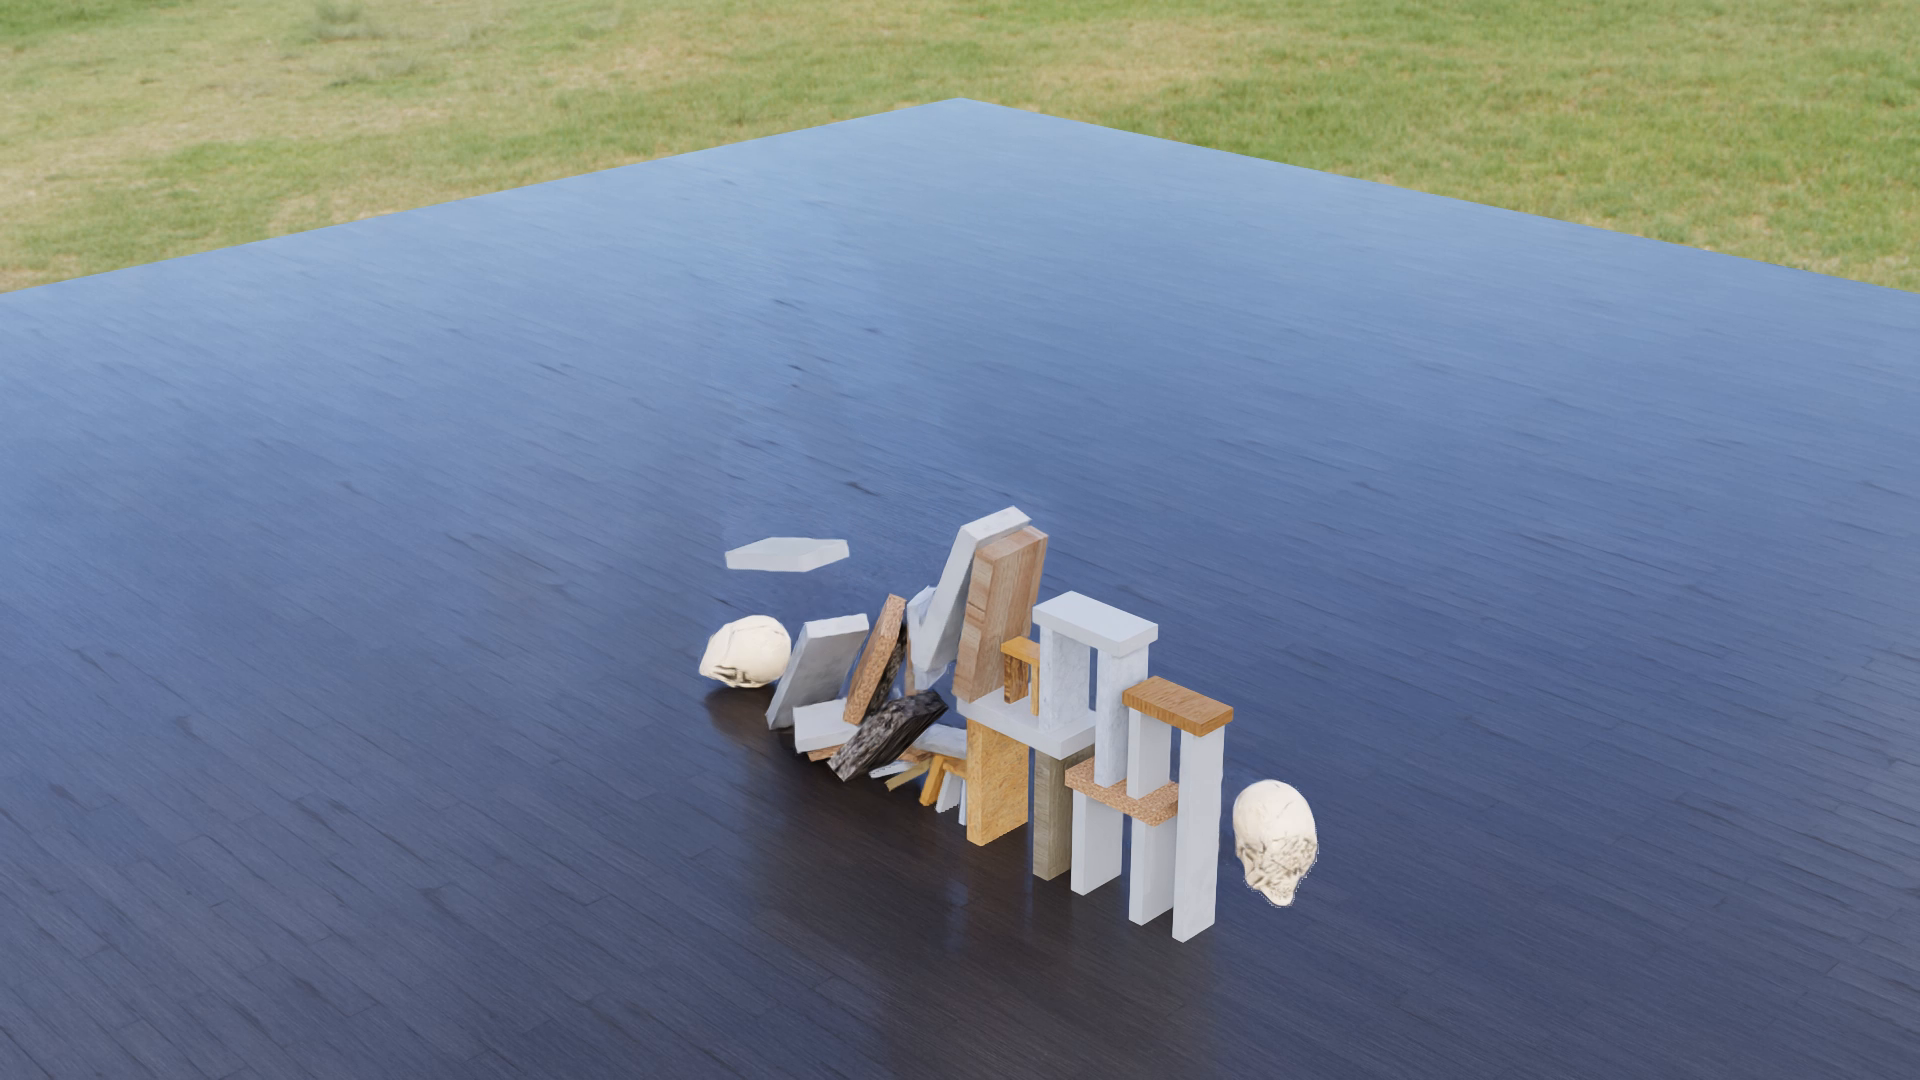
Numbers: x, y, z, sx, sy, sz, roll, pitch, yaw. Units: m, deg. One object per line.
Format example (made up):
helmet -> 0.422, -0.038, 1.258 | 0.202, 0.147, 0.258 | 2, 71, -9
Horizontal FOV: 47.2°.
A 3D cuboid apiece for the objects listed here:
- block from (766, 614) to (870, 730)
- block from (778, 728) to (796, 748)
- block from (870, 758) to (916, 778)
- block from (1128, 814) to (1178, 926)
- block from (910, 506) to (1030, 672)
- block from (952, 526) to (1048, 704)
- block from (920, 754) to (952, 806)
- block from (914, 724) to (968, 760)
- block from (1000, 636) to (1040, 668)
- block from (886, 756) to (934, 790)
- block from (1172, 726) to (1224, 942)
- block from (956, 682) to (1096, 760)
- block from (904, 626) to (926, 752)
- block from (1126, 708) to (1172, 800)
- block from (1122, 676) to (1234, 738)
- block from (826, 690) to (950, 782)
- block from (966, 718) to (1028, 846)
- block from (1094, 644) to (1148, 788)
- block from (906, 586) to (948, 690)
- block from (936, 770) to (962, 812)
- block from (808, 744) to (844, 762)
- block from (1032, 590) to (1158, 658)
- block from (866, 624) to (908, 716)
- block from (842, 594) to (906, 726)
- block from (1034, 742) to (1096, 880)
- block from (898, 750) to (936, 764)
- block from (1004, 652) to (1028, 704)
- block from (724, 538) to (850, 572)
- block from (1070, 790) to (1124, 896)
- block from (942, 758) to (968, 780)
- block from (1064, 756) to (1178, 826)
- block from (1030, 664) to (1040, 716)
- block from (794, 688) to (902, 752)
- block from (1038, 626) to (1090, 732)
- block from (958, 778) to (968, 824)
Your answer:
block -> -0.302, 0.280, 4.593 | 0.126, 0.506, 0.036 | -8, 67, -18
block -> -0.282, 0.402, 4.649 | 0.111, 0.031, 0.221 | -20, 4, -35
block -> -0.130, 0.468, 4.562 | 0.060, 0.017, 0.120 | -24, 3, -41
block -> 0.364, 0.595, 4.079 | 0.031, 0.219, 0.109 | 21, 31, 41
block -> 0.019, 0.096, 4.225 | 0.046, 0.322, 0.161 | 38, 35, 25
block -> 0.076, 0.143, 4.210 | 0.046, 0.322, 0.161 | 30, 35, 31
block -> -0.033, 0.472, 4.466 | 0.072, 0.145, 0.021 | -22, 53, -42
block -> -0.015, 0.404, 4.405 | 0.145, 0.021, 0.072 | 9, 28, 38
block -> 0.133, 0.213, 4.176 | 0.104, 0.015, 0.052 | 21, 31, 40
block -> -0.086, 0.471, 4.509 | 0.072, 0.021, 0.145 | -24, -6, -39
block -> 0.431, 0.523, 3.977 | 0.026, 0.431, 0.090 | 21, 31, 41
block -> 0.138, 0.336, 4.221 | 0.273, 0.039, 0.136 | 21, 31, 40
block -> -0.089, 0.281, 4.451 | 0.026, 0.299, 0.091 | 7, 29, 8
block -> 0.346, 0.375, 4.007 | 0.026, 0.181, 0.090 | 21, 31, 41
block -> 0.388, 0.296, 3.928 | 0.181, 0.026, 0.090 | 21, 31, 41
block -> -0.130, 0.366, 4.156 | 0.046, 0.161, 0.468 | 46, 5, 7
block -> 0.075, 0.455, 4.340 | 0.039, 0.273, 0.136 | 21, 31, 40
block -> 0.296, 0.312, 4.035 | 0.030, 0.274, 0.106 | 21, 31, 41
block -> -0.065, 0.194, 4.340 | 0.026, 0.183, 0.091 | 5, 25, 26
block -> -0.016, 0.501, 4.448 | 0.052, 0.104, 0.015 | -21, 49, -41
block -> -0.214, 0.418, 4.607 | 0.111, 0.031, 0.221 | -21, 3, -40
block -> 0.246, 0.152, 4.022 | 0.212, 0.030, 0.106 | 21, 31, 41
block -> -0.146, 0.262, 4.422 | 0.026, 0.183, 0.091 | 17, 38, -8
block -> -0.172, 0.241, 4.400 | 0.036, 0.253, 0.126 | 19, 39, -7
block -> 0.203, 0.505, 4.222 | 0.039, 0.273, 0.136 | 21, 31, 41
block -> -0.110, 0.432, 4.531 | 0.120, 0.017, 0.060 | 9, 23, 42
block -> 0.109, 0.258, 4.222 | 0.015, 0.104, 0.052 | 21, 31, 41
block -> -0.365, 0.030, 4.627 | 0.126, 0.036, 0.253 | -20, 15, -42
block -> 0.261, 0.555, 4.173 | 0.031, 0.219, 0.109 | 21, 31, 41
block -> 0.021, 0.458, 4.393 | 0.104, 0.015, 0.052 | 20, 30, 40
block -> 0.313, 0.460, 4.077 | 0.219, 0.031, 0.109 | 21, 31, 41
block -> 0.158, 0.277, 4.177 | 0.015, 0.104, 0.052 | 21, 31, 41
block -> -0.227, 0.367, 4.487 | 0.221, 0.031, 0.111 | -12, 32, 3
block -> 0.196, 0.244, 4.116 | 0.030, 0.212, 0.106 | 21, 31, 40
block -> 0.025, 0.516, 4.410 | 0.052, 0.104, 0.015 | -21, 37, -41
